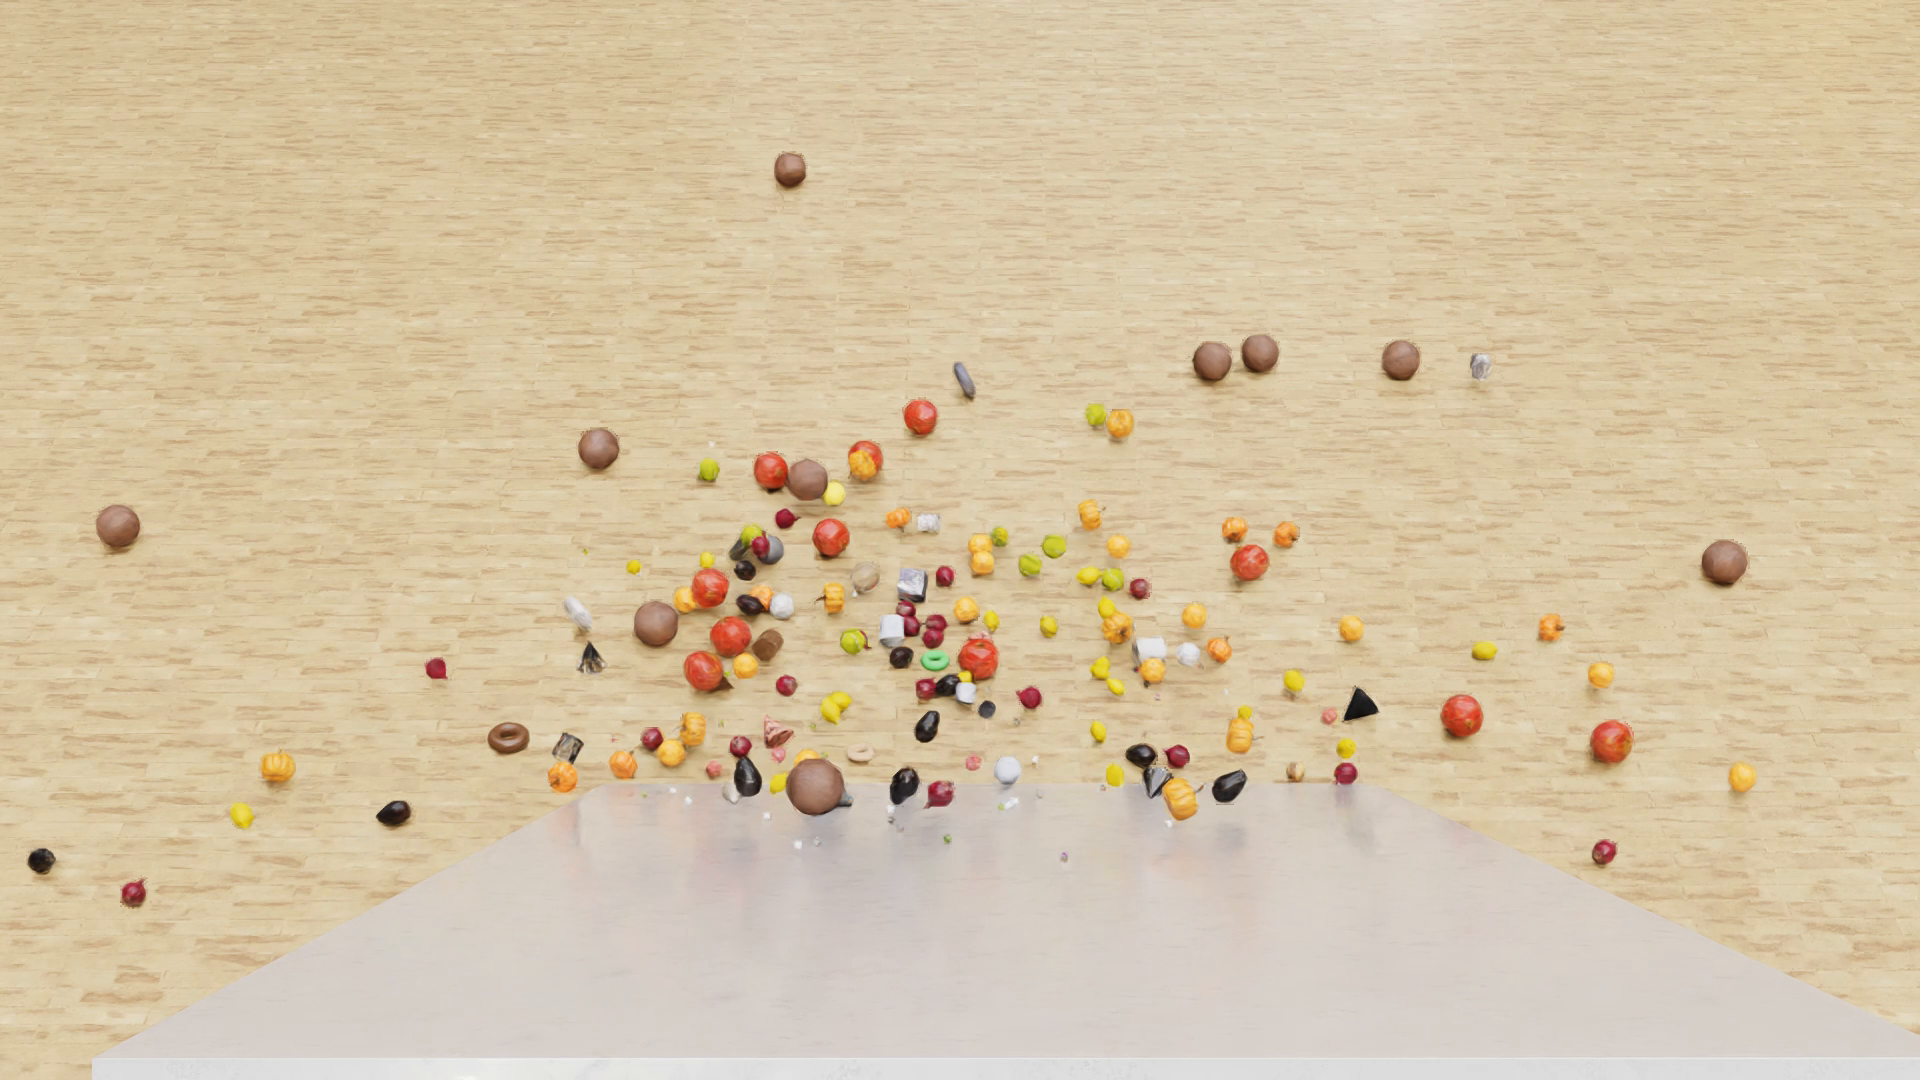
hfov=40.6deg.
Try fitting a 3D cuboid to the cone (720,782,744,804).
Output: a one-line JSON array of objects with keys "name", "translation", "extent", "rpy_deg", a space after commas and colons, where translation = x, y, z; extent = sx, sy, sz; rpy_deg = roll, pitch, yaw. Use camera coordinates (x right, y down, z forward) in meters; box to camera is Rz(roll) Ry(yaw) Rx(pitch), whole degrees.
[{"name": "cone", "translation": [-0.534, 0.609, 6.123], "extent": [0.056, 0.056, 0.056], "rpy_deg": [-6, 19, -9]}]

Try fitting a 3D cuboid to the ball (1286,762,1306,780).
[{"name": "ball", "translation": [0.894, 0.616, 6.904], "extent": [0.051, 0.051, 0.051], "rpy_deg": [0, 33, 0]}]

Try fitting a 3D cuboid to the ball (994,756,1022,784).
[{"name": "ball", "translation": [0.124, 0.597, 6.724], "extent": [0.073, 0.073, 0.073], "rpy_deg": [0, 33, 0]}]

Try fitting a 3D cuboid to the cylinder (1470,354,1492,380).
[{"name": "cylinder", "translation": [1.732, -0.575, 8.623], "extent": [0.067, 0.067, 0.067], "rpy_deg": [4, 27, 7]}]

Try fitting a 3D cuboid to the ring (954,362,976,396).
[{"name": "ring", "translation": [0.015, -0.531, 8.578], "extent": [0.041, 0.124, 0.124], "rpy_deg": [-26, 35, 2]}]

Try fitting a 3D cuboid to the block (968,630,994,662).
[{"name": "block", "translation": [0.061, 0.301, 7.375], "extent": [0.054, 0.054, 0.054], "rpy_deg": [-21, 39, -29]}]

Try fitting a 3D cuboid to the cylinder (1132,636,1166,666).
[{"name": "cylinder", "translation": [0.535, 0.316, 7.328], "extent": [0.077, 0.077, 0.077], "rpy_deg": [-7, 34, -10]}]

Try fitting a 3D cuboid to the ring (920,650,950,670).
[{"name": "ring", "translation": [-0.071, 0.341, 7.339], "extent": [0.082, 0.027, 0.082], "rpy_deg": [1, 32, 0]}]

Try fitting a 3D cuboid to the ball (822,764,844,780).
[{"name": "ball", "translation": [-0.327, 0.604, 6.662], "extent": [0.056, 0.056, 0.056], "rpy_deg": [0, 33, 0]}]

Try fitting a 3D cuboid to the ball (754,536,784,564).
[{"name": "ball", "translation": [-0.569, 0.030, 7.757], "extent": [0.087, 0.087, 0.087], "rpy_deg": [0, 33, 0]}]

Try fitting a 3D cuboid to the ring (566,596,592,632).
[{"name": "ring", "translation": [-1.093, 0.212, 7.437], "extent": [0.037, 0.110, 0.110], "rpy_deg": [-20, 38, -35]}]

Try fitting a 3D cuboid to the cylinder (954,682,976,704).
[{"name": "cylinder", "translation": [0.015, 0.424, 7.166], "extent": [0.053, 0.053, 0.053], "rpy_deg": [6, -11, 1]}]

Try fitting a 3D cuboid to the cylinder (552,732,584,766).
[{"name": "cylinder", "translation": [-1.012, 0.539, 6.693], "extent": [0.062, 0.062, 0.062], "rpy_deg": [19, 73, 27]}]

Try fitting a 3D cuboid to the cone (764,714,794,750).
[{"name": "cone", "translation": [-0.510, 0.504, 7.006], "extent": [0.087, 0.087, 0.087], "rpy_deg": [-21, 65, -28]}]

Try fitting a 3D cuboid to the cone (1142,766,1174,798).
[{"name": "cone", "translation": [0.468, 0.605, 6.285], "extent": [0.085, 0.085, 0.085], "rpy_deg": [12, 31, 17]}]

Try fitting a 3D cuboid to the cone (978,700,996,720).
[{"name": "cone", "translation": [0.063, 0.465, 7.151], "extent": [0.052, 0.052, 0.052], "rpy_deg": [-17, 10, -25]}]

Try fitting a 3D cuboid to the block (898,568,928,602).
[{"name": "block", "translation": [-0.138, 0.133, 7.579], "extent": [0.074, 0.074, 0.074], "rpy_deg": [5, 71, 8]}]

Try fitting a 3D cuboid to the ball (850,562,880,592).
[{"name": "ball", "translation": [-0.277, 0.108, 7.592], "extent": [0.088, 0.088, 0.088], "rpy_deg": [0, 33, 0]}]

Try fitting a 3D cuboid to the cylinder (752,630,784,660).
[{"name": "cylinder", "translation": [-0.543, 0.297, 7.339], "extent": [0.067, 0.067, 0.067], "rpy_deg": [10, 25, 14]}]

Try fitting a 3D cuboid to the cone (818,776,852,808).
[{"name": "cone", "translation": [-0.277, 0.601, 6.031], "extent": [0.079, 0.079, 0.079], "rpy_deg": [-28, 44, 31]}]

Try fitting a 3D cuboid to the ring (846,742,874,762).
[{"name": "ring", "translation": [-0.270, 0.572, 6.986], "extent": [0.077, 0.026, 0.077], "rpy_deg": [0, 28, 0]}]

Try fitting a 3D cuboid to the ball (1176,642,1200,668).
[{"name": "ball", "translation": [0.634, 0.319, 7.210], "extent": [0.068, 0.068, 0.068], "rpy_deg": [0, 33, 0]}]

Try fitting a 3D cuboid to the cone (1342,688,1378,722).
[{"name": "cone", "translation": [1.081, 0.469, 7.107], "extent": [0.094, 0.094, 0.094], "rpy_deg": [-40, 44, -8]}]

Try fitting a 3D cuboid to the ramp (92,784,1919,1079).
[{"name": "ramp", "translation": [0.074, 0.643, 4.764], "extent": [2.000, 0.100, 4.000], "rpy_deg": [0, -1, 0]}]

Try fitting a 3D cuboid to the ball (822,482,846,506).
[{"name": "ball", "translation": [-0.392, -0.144, 8.033], "extent": [0.075, 0.075, 0.075], "rpy_deg": [0, 33, 0]}]

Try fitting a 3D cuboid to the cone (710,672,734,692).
[{"name": "cone", "translation": [-0.676, 0.407, 7.234], "extent": [0.064, 0.064, 0.064], "rpy_deg": [-38, 42, -5]}]

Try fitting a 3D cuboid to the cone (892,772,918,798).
[{"name": "cone", "translation": [-0.149, 0.611, 6.309], "extent": [0.065, 0.065, 0.065], "rpy_deg": [18, 35, 25]}]

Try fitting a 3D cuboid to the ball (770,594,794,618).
[{"name": "ball", "translation": [-0.516, 0.192, 7.522], "extent": [0.075, 0.075, 0.075], "rpy_deg": [0, 33, 0]}]

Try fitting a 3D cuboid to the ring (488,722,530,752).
[{"name": "ring", "translation": [-1.223, 0.535, 7.033], "extent": [0.115, 0.038, 0.115], "rpy_deg": [0, 32, 0]}]

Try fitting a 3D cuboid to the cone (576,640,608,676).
[{"name": "cone", "translation": [-1.042, 0.320, 7.314], "extent": [0.088, 0.088, 0.088], "rpy_deg": [0, 33, 0]}]

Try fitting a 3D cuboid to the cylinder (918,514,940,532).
[{"name": "cylinder", "translation": [-0.094, -0.052, 7.904], "extent": [0.054, 0.054, 0.054], "rpy_deg": [3, 32, 20]}]

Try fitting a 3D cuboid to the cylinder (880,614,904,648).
[{"name": "cylinder", "translation": [-0.194, 0.259, 7.398], "extent": [0.070, 0.070, 0.070], "rpy_deg": [-1, 60, -1]}]

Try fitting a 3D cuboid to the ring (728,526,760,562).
[{"name": "ring", "translation": [-0.647, 0.012, 7.764], "extent": [0.042, 0.125, 0.125], "rpy_deg": [40, 39, -3]}]
